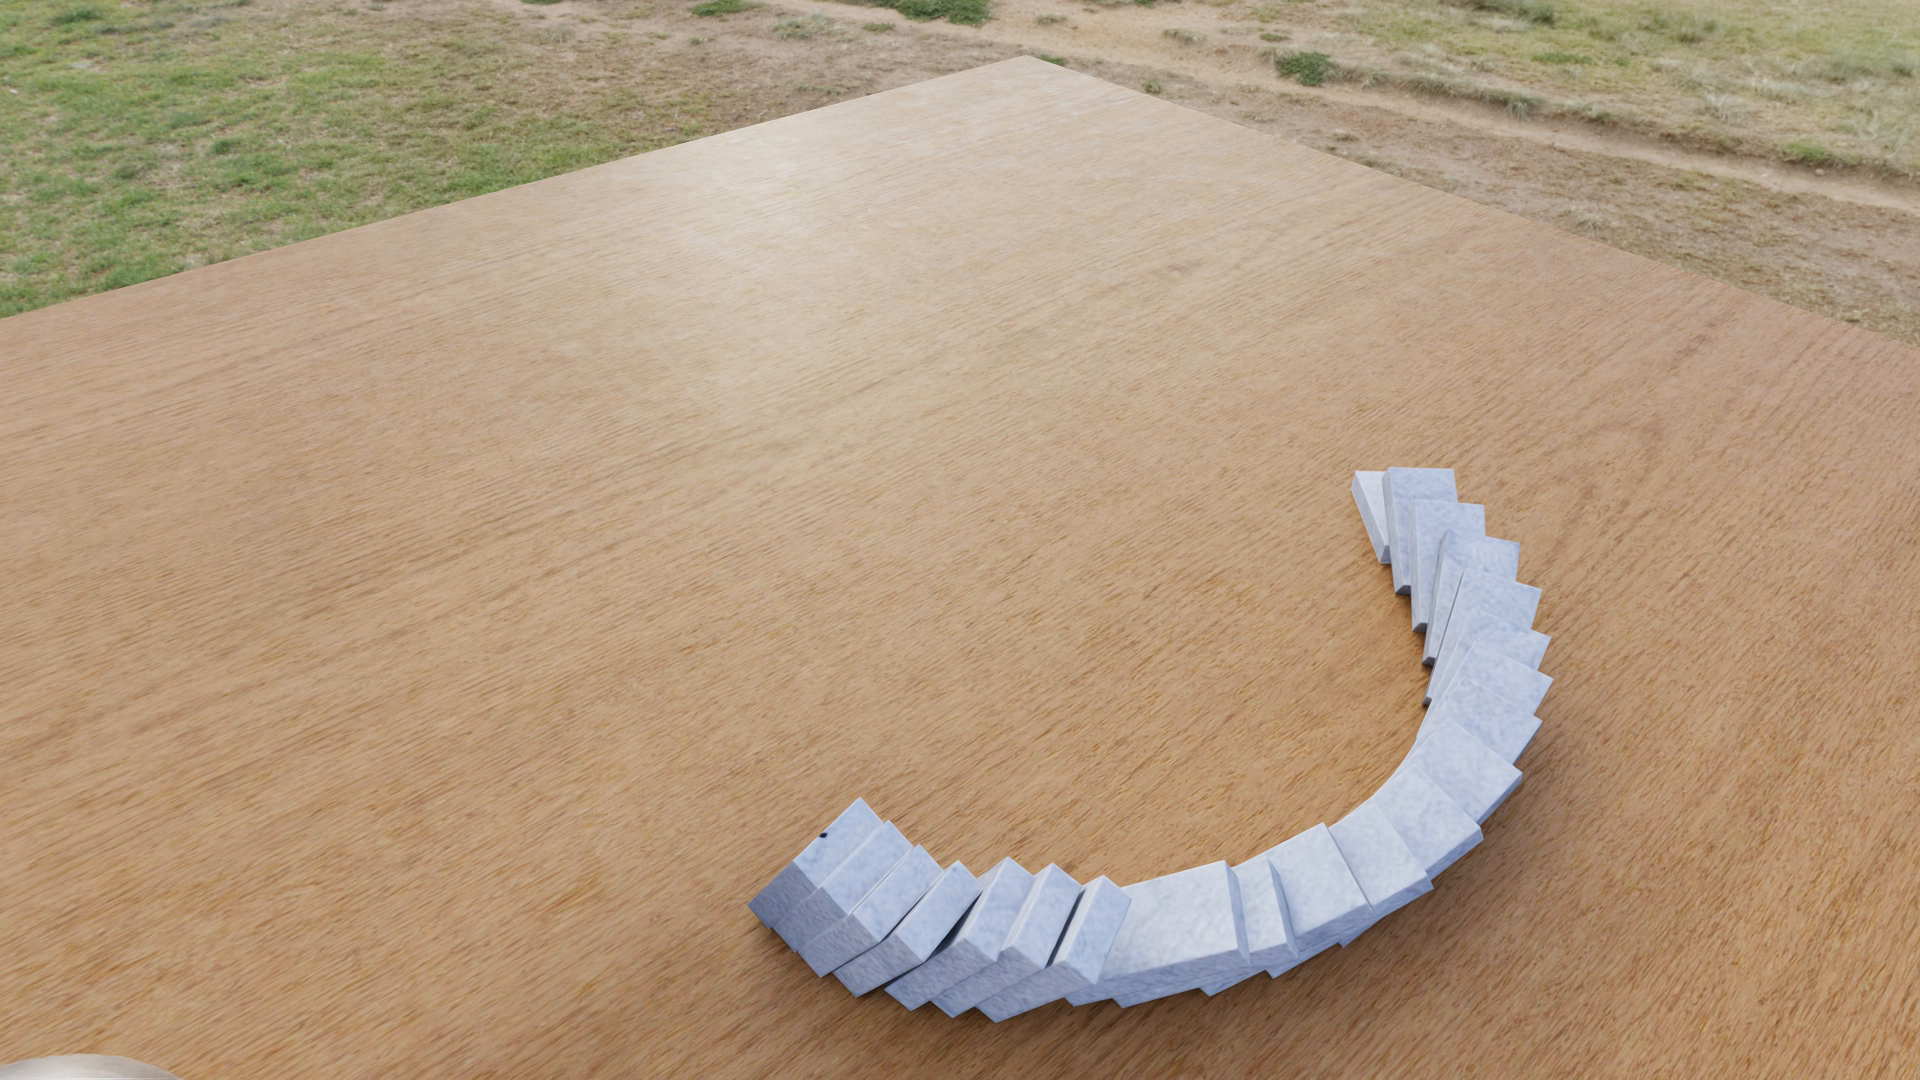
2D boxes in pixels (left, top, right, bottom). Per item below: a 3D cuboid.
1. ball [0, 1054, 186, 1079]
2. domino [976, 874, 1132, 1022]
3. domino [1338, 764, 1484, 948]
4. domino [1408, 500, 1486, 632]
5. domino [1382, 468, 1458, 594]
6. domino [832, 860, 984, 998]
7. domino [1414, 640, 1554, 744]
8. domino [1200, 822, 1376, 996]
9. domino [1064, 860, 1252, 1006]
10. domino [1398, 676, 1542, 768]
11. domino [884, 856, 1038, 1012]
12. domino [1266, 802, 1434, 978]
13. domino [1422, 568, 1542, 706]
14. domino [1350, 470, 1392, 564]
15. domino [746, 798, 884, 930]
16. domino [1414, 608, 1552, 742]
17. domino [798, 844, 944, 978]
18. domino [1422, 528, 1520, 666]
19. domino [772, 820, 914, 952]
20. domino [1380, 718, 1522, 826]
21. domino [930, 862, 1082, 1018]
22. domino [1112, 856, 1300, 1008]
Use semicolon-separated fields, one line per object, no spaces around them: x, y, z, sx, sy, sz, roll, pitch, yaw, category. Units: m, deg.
-0.183;0.143;0.213;0.080;0.080;0.080;0;39;0;ball
0.023;0.106;0.283;0.010;0.050;0.025;39;48;-2;domino
0.120;0.090;0.315;0.050;0.010;0.025;-38;46;1;domino
0.184;0.010;0.414;0.025;0.010;0.050;5;67;6;domino
0.182;-0.004;0.430;0.025;0.009;0.050;2;67;2;domino
-0.014;0.102;0.288;0.009;0.050;0.025;45;51;5;domino
0.164;0.060;0.350;0.025;0.010;0.050;30;79;29;domino
0.084;0.101;0.300;0.050;0.010;0.025;-32;40;12;domino
0.050;0.104;0.291;0.050;0.010;0.025;-23;35;22;domino
0.153;0.070;0.338;0.025;0.009;0.050;35;81;31;domino
-0.001;0.103;0.287;0.009;0.050;0.025;38;46;0;domino
0.102;0.097;0.307;0.050;0.010;0.025;-32;42;6;domino
0.180;0.037;0.380;0.025;0.010;0.050;18;72;20;domino
0.181;-0.010;0.455;0.025;0.010;0.050;1;39;2;domino
-0.041;0.090;0.303;0.009;0.050;0.025;46;52;6;domino
0.173;0.050;0.364;0.025;0.009;0.050;23;74;26;domino
-0.024;0.099;0.292;0.009;0.050;0.025;46;52;6;domino
0.184;0.023;0.397;0.025;0.010;0.050;13;71;13;domino
-0.032;0.094;0.297;0.010;0.050;0.025;46;53;6;domino
0.139;0.080;0.326;0.050;0.010;0.025;-44;54;-4;domino
0.011;0.104;0.285;0.009;0.050;0.025;38;46;-1;domino
0.063;0.105;0.295;0.050;0.009;0.025;-25;35;20;domino
